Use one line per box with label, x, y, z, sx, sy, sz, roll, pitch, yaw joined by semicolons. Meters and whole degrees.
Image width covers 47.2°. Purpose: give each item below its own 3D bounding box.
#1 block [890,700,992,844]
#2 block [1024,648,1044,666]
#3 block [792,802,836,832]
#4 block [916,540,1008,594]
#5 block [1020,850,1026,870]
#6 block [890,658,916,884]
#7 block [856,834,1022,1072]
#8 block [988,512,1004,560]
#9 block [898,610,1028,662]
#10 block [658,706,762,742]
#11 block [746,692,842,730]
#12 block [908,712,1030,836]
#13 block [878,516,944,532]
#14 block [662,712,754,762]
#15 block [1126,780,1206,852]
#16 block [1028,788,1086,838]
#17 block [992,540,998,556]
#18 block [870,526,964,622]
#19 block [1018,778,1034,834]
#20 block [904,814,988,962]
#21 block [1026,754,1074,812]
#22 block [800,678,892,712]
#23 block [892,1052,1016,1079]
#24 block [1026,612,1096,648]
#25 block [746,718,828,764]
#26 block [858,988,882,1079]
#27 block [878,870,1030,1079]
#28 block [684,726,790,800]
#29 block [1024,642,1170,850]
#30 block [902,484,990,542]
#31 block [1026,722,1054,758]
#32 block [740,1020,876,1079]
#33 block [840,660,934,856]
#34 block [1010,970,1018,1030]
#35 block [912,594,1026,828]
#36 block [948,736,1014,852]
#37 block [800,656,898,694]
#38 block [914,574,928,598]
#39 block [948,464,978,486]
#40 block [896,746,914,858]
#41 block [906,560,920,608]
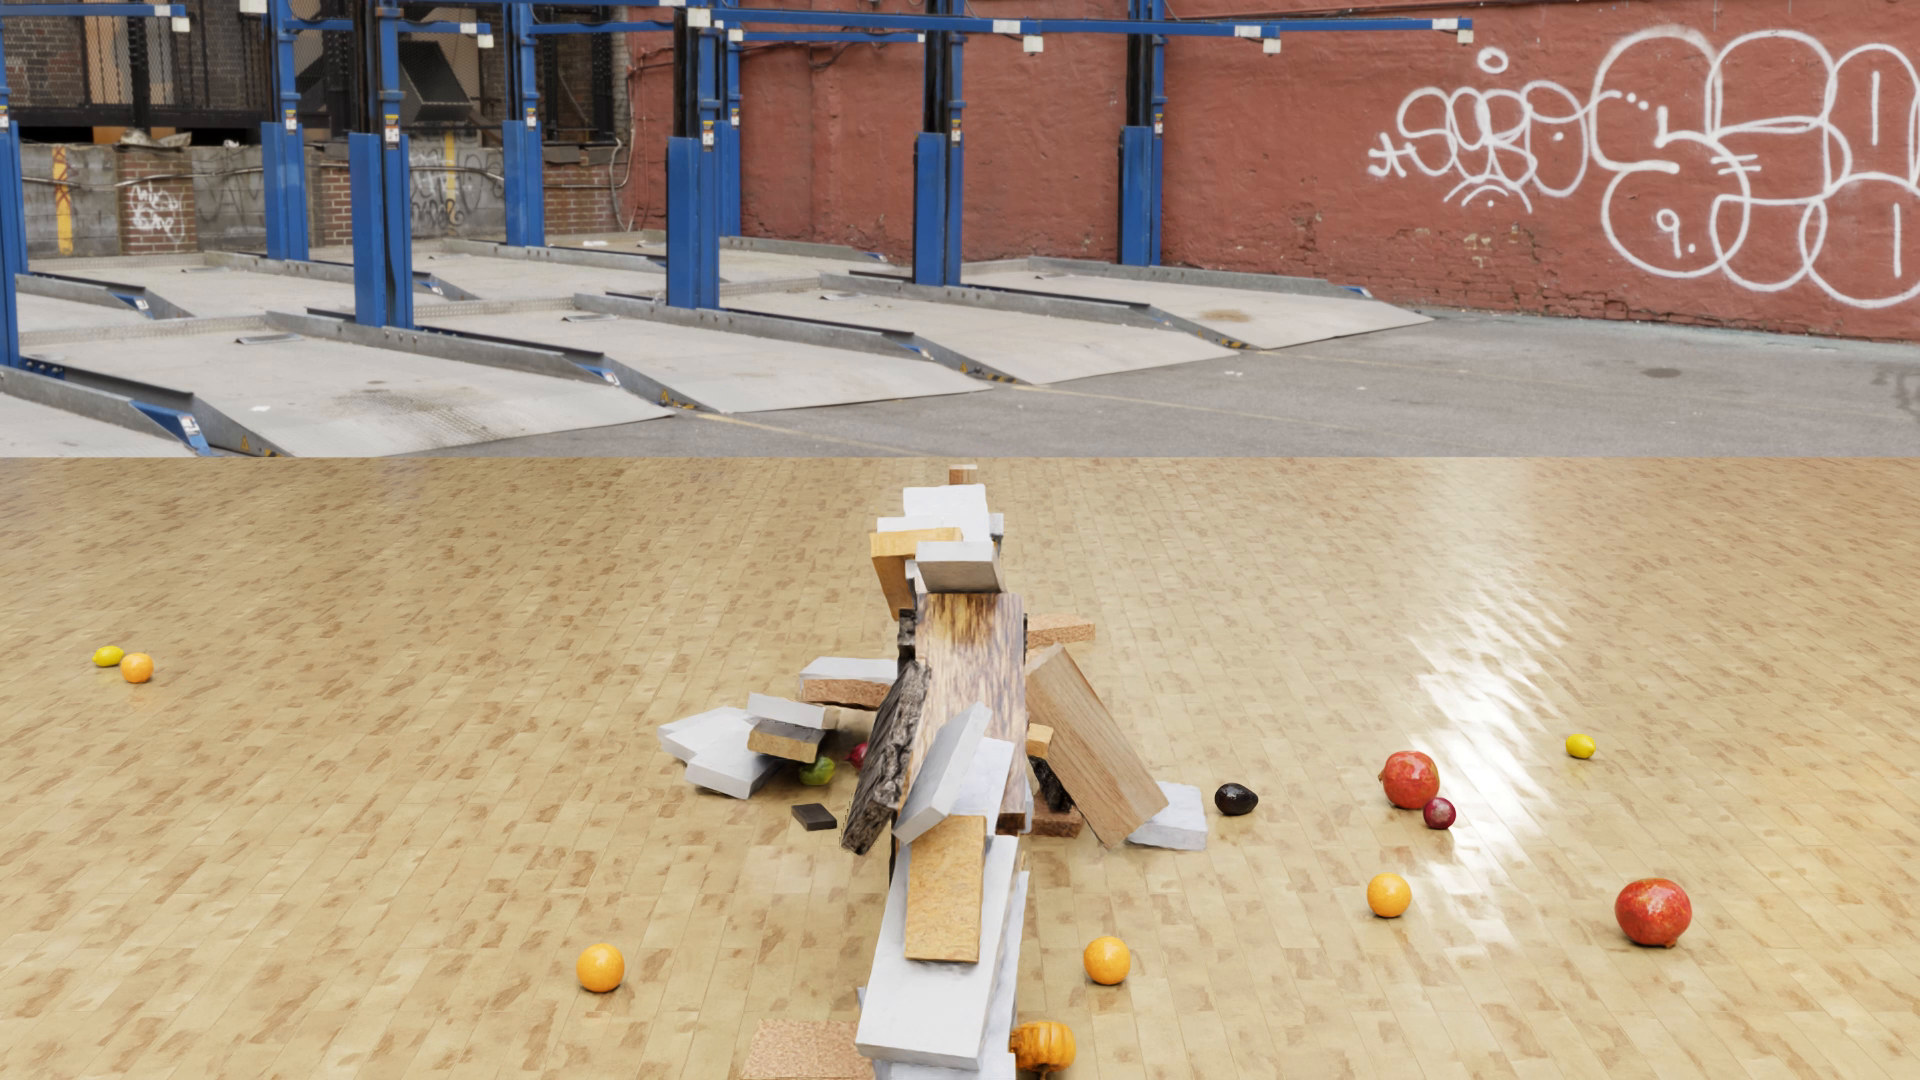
block;-0.021;0.277;2.626;0.086;0.024;0.173;-40;17;44
block;0.137;0.314;5.028;0.165;0.047;0.347;-1;11;-7
block;-0.270;0.511;4.053;0.056;0.016;0.112;-4;11;-19
block;0.008;0.064;3.040;0.102;0.029;0.268;0;-21;7
block;-0.013;0.526;2.813;0.148;0.042;0.297;7;52;6
block;-0.011;0.392;3.242;0.178;0.501;0.050;2;34;-1
block;-0.023;0.489;2.660;0.145;0.041;0.291;5;55;12
block;0.006;-0.007;4.335;0.150;0.043;0.301;0;-9;0
block;0.005;0.163;3.205;0.178;0.050;0.356;2;-13;1
block;-0.526;0.394;4.640;0.106;0.030;0.211;8;13;35
block;-0.329;0.344;4.418;0.145;0.041;0.539;12;-5;1
block;0.007;0.339;2.922;0.148;0.042;0.297;4;39;4
block;-0.068;0.015;3.248;0.093;0.026;0.185;-3;-23;1
block;-0.498;0.409;4.479;0.106;0.030;0.211;24;20;25
block;0.373;0.499;4.013;0.136;0.039;0.273;8;11;2
block;0.182;0.501;4.065;0.106;0.030;0.211;3;11;13
block;-0.005;0.028;4.165;0.150;0.043;0.301;0;-2;2
block;-0.050;0.053;3.259;0.131;0.037;0.261;-4;-23;5
block;0.012;0.379;3.471;0.178;0.050;0.355;6;9;-4
block;-0.017;0.417;2.637;0.086;0.173;0.024;1;-17;9
block;0.179;0.376;4.097;0.039;0.136;0.273;16;21;-18
block;-0.197;0.321;4.523;0.165;0.047;0.330;10;-7;-21
block;-0.007;0.675;2.489;0.145;0.041;0.291;0;18;0
block;0.177;0.229;5.501;0.290;0.041;0.145;-5;12;-27
block;-0.336;0.390;4.322;0.131;0.037;0.342;12;0;0
block;-0.051;0.702;2.660;0.072;0.020;0.517;-3;25;-10
block;-0.007;0.546;2.714;0.148;0.297;0.042;8;-26;0
block;-0.432;0.436;4.310;0.130;0.037;0.261;17;14;10
block;0.213;0.358;3.800;0.136;0.359;0.039;-36;20;-6
block;-0.014;0.074;3.920;0.150;0.043;0.428;-3;48;-3
block;0.058;0.315;3.624;0.185;0.026;0.093;12;12;5
block;-0.150;0.668;2.819;0.240;0.034;0.120;-1;25;8
block;-0.087;0.260;2.640;0.031;0.109;0.219;23;46;-9
block;-0.001;0.530;3.086;0.164;0.328;0.046;0;16;0
block;0.013;0.223;2.923;0.145;0.041;0.337;1;55;0
block;0.008;0.312;2.761;0.093;0.026;0.185;12;34;4
block;-0.185;0.316;5.017;0.330;0.047;0.165;2;11;12
block;-0.009;0.100;3.216;0.102;0.029;0.203;-3;-23;1
block;0.006;-0.093;4.236;0.056;0.112;0.016;0;32;0
block;-0.003;0.368;2.997;0.164;0.046;0.328;0;51;0
block;-0.018;0.078;3.236;0.102;0.029;0.203;-4;-23;4
